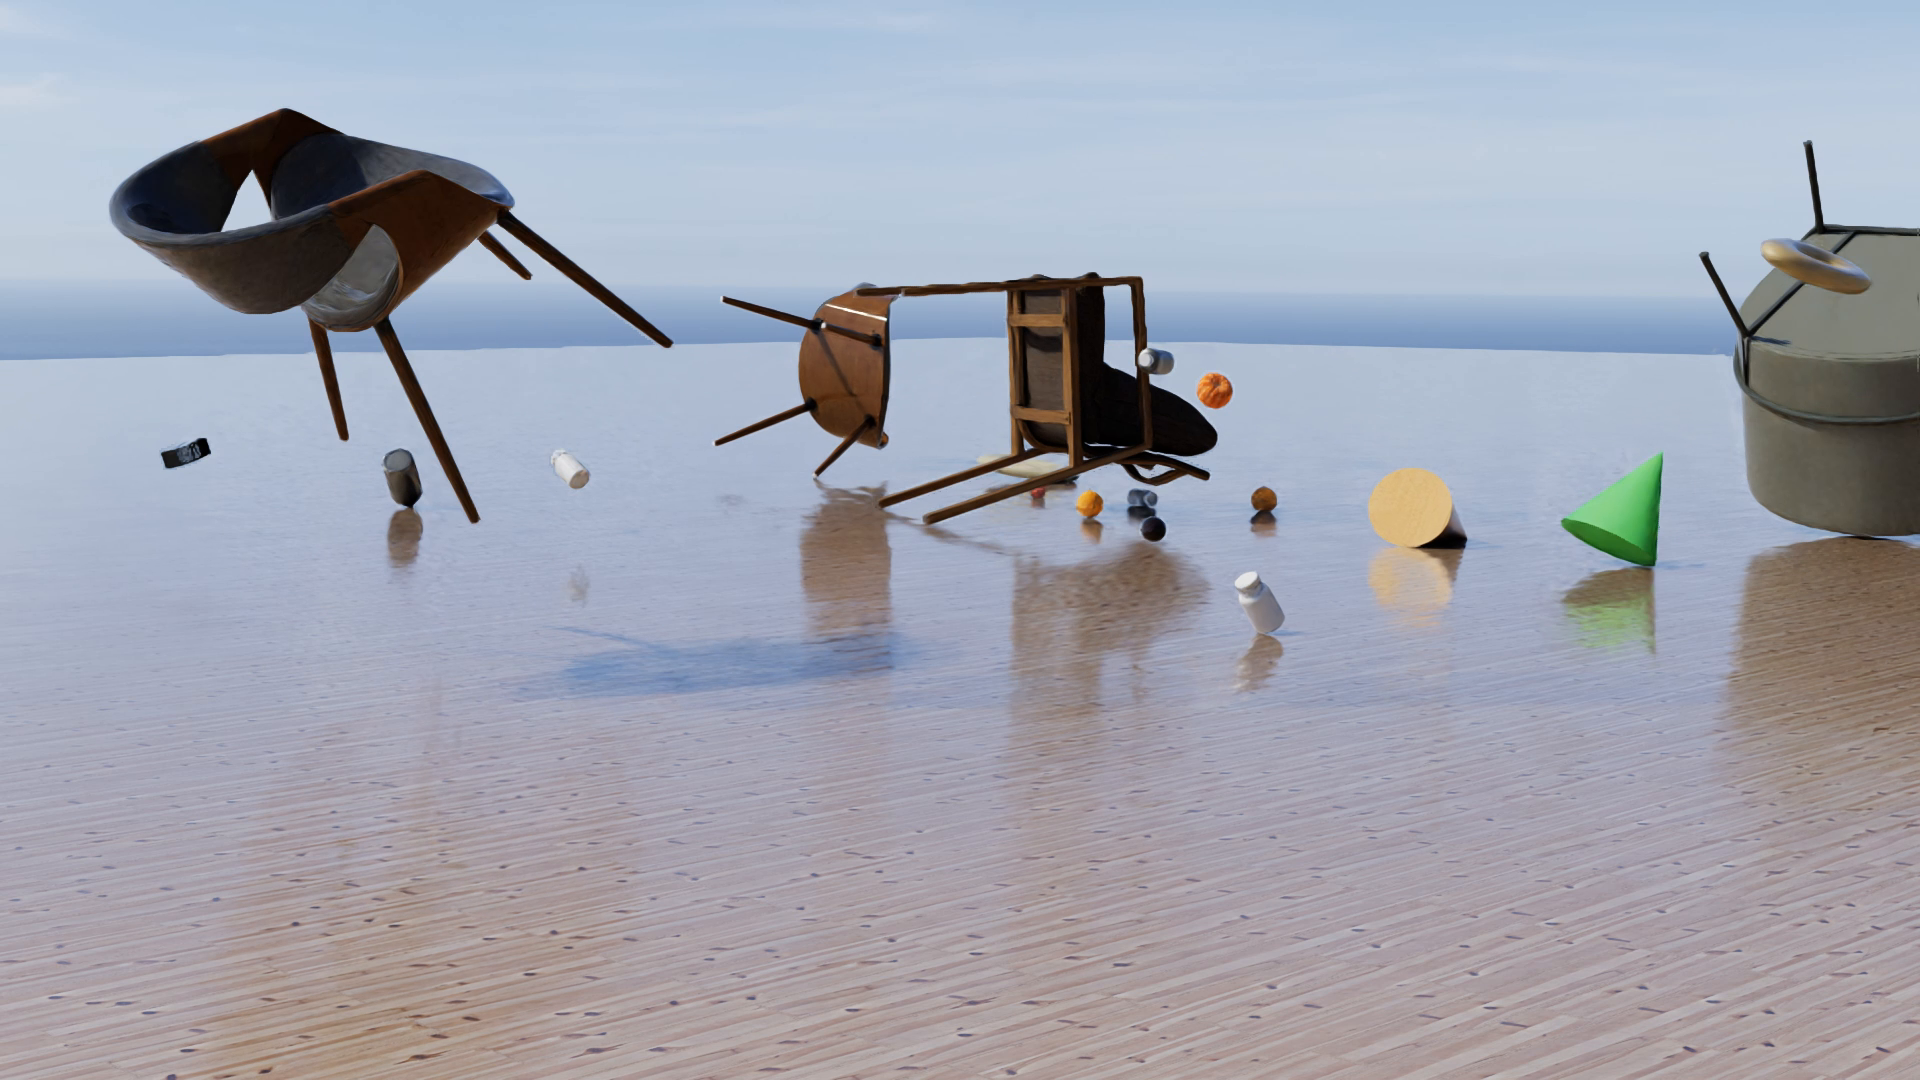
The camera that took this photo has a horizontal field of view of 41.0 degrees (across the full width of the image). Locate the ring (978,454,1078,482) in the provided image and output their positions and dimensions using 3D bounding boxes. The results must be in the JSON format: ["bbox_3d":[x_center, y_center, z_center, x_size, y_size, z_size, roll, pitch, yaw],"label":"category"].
[{"bbox_3d":[0.218,-0.232,8.300,0.393,0.050,0.225,13,11,43],"label":"ring"}]

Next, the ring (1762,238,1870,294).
[{"bbox_3d":[1.913,-0.612,5.734,0.412,0.053,0.193,3,31,-45],"label":"ring"}]

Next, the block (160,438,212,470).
[{"bbox_3d":[-1.987,-0.223,6.588,0.066,0.045,0.105,-11,13,24],"label":"block"}]

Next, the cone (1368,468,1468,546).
[{"bbox_3d":[1.188,-0.042,6.360,0.256,0.199,0.256,24,1,-41],"label":"cone"}]

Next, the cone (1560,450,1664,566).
[{"bbox_3d":[1.542,-0.101,5.857,0.251,0.256,0.159,25,-11,42],"label":"cone"}]
